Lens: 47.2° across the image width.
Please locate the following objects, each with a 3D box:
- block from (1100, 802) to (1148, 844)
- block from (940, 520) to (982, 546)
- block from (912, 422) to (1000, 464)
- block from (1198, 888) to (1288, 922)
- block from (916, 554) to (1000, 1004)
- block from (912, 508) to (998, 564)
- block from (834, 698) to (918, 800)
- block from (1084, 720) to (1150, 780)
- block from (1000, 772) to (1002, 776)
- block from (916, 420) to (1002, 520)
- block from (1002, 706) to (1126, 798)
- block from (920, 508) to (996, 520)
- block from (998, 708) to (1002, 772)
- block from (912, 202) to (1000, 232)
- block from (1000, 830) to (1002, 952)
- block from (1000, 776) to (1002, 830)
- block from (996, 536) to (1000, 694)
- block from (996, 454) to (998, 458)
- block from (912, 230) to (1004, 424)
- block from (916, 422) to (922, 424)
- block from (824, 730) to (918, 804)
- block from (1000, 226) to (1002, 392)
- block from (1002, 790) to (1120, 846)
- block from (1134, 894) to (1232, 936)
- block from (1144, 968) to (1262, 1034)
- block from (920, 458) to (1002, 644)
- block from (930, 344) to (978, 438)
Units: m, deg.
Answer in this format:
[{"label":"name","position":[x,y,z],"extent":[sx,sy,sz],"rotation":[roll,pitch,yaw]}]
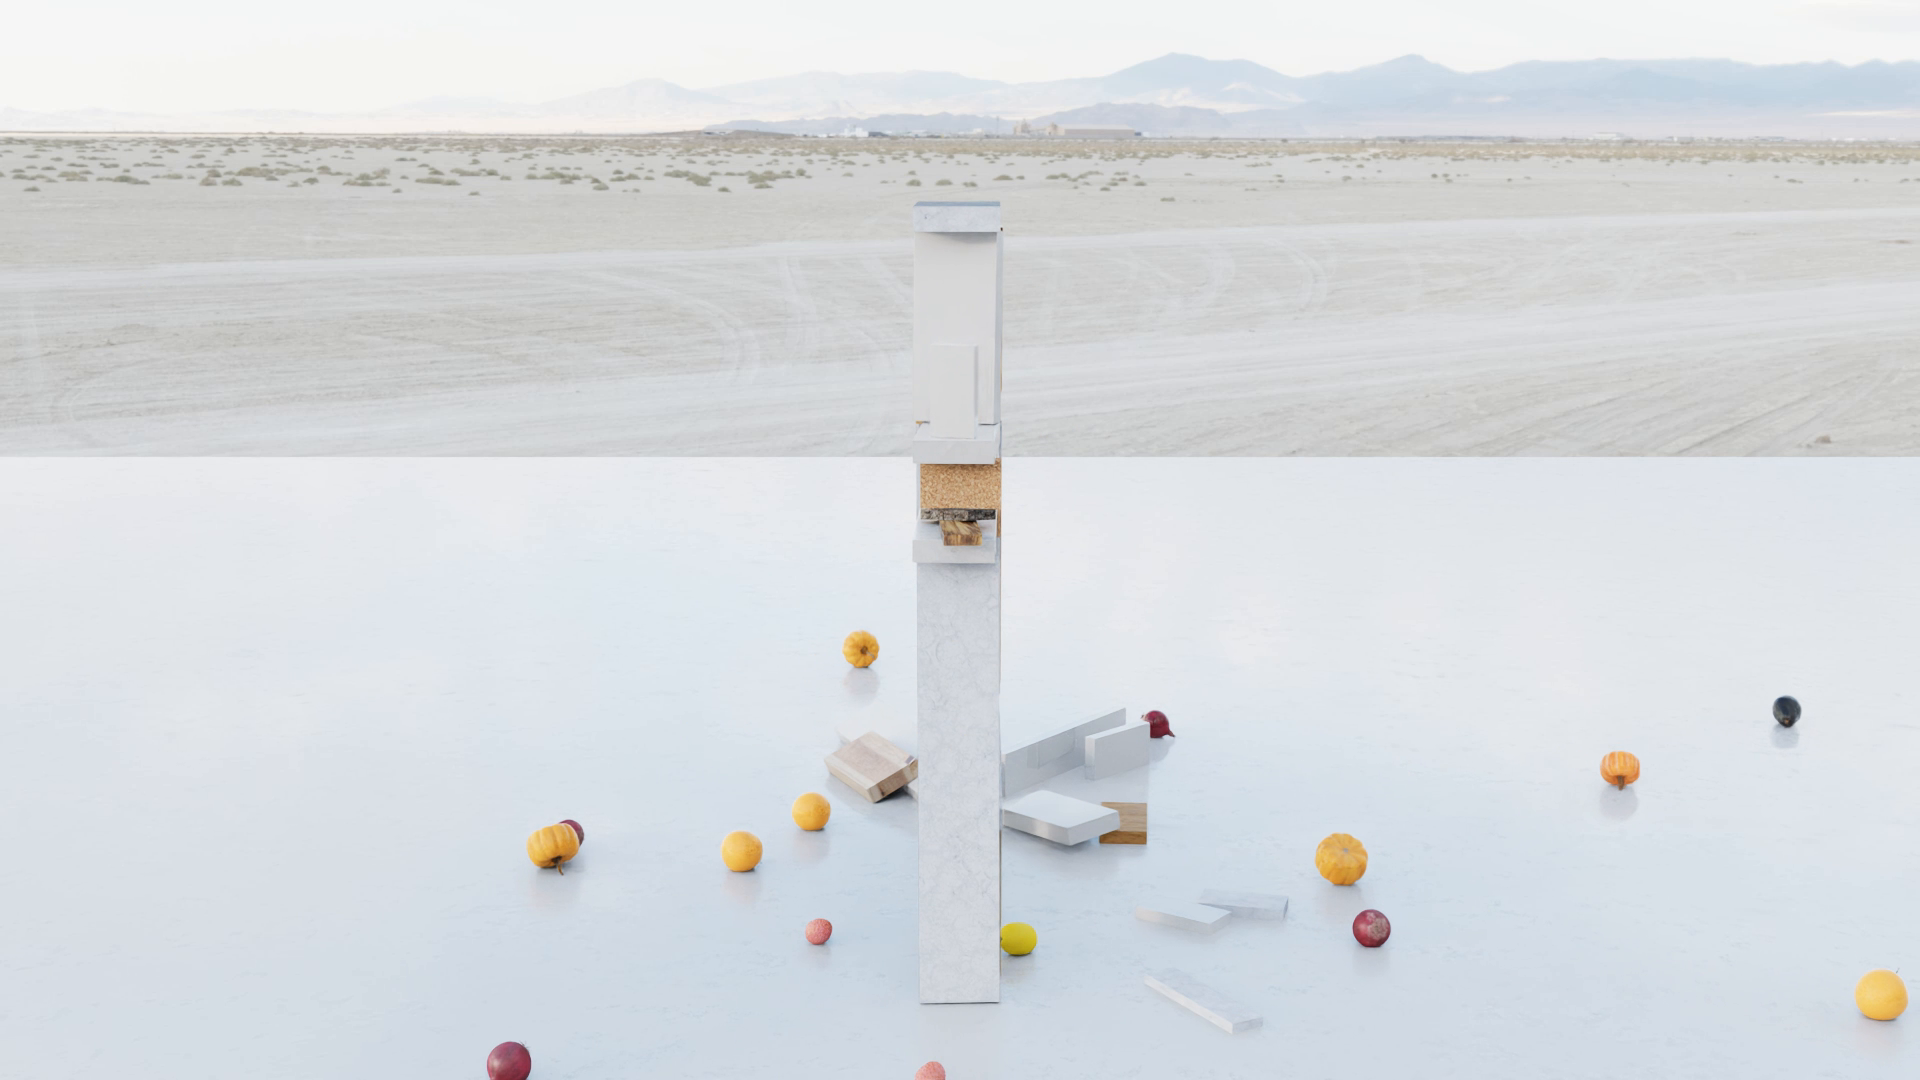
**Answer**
[{"label":"block","position":[0.298,0.515,4.006],"extent":[0.085,0.024,0.170],"rotation":[1,11,5]},{"label":"block","position":[0.000,-0.010,3.103],"extent":[0.053,0.015,0.106],"rotation":[-1,12,-4]},{"label":"block","position":[-0.003,-0.152,3.392],"extent":[0.122,0.035,0.244],"rotation":[1,10,3]},{"label":"block","position":[0.462,0.595,3.587],"extent":[0.139,0.020,0.069],"rotation":[3,11,15]},{"label":"block","position":[-0.002,0.347,3.190],"extent":[0.117,0.653,0.033],"rotation":[0,5,-2]},{"label":"block","position":[-0.006,-0.007,3.209],"extent":[0.117,0.033,0.233],"rotation":[0,12,2]},{"label":"block","position":[-0.110,0.421,4.357],"extent":[0.114,0.032,0.534],"rotation":[-32,20,-14]},{"label":"block","position":[0.313,0.418,4.365],"extent":[0.024,0.085,0.170],"rotation":[10,15,43]},{"label":"block","position":[0.003,0.484,3.543],"extent":[0.127,0.255,0.036],"rotation":[0,11,0]},{"label":"block","position":[-0.002,-0.060,3.589],"extent":[0.135,0.271,0.038],"rotation":[-1,9,-8]},{"label":"block","position":[0.204,0.416,4.370],"extent":[0.024,0.085,0.432],"rotation":[8,13,36]},{"label":"block","position":[-0.003,-0.037,3.189],"extent":[0.053,0.015,0.106],"rotation":[-3,3,-40]},{"label":"block","position":[0.002,0.326,3.599],"extent":[0.127,0.036,0.255],"rotation":[0,11,0]},{"label":"block","position":[-0.003,-0.516,3.500],"extent":[0.135,0.038,0.269],"rotation":[0,10,1]},{"label":"block","position":[0.003,0.538,3.304],"extent":[0.118,0.236,0.033],"rotation":[0,10,0]},{"label":"block","position":[0.004,0.391,3.358],"extent":[0.118,0.033,0.236],"rotation":[0,11,0]},{"label":"block","position":[0.002,0.113,3.292],"extent":[0.117,0.233,0.033],"rotation":[0,3,0]},{"label":"block","position":[0.000,-0.030,3.499],"extent":[0.122,0.244,0.035],"rotation":[1,11,4]},{"label":"block","position":[-0.004,-0.336,3.464],"extent":[0.135,0.300,0.038],"rotation":[3,8,17]},{"label":"block","position":[-0.001,-0.230,3.653],"extent":[0.135,0.038,0.271],"rotation":[0,10,1]},{"label":"block","position":[-0.170,0.439,4.273],"extent":[0.114,0.032,0.229],"rotation":[-30,20,-17]},{"label":"block","position":[0.002,-0.381,3.621],"extent":[0.135,0.269,0.038],"rotation":[0,12,0]},{"label":"block","position":[0.173,0.501,3.981],"extent":[0.114,0.032,0.229],"rotation":[-14,12,-33]},{"label":"block","position":[0.359,0.603,3.543],"extent":[0.139,0.020,0.069],"rotation":[8,13,35]},{"label":"block","position":[0.353,0.669,3.202],"extent":[0.053,0.015,0.217],"rotation":[-6,12,-29]},{"label":"block","position":[0.002,0.047,3.354],"extent":[0.122,0.343,0.035],"rotation":[0,9,2]},{"label":"block","position":[-0.008,-0.223,3.297],"extent":[0.069,0.139,0.020],"rotation":[3,10,18]}]
